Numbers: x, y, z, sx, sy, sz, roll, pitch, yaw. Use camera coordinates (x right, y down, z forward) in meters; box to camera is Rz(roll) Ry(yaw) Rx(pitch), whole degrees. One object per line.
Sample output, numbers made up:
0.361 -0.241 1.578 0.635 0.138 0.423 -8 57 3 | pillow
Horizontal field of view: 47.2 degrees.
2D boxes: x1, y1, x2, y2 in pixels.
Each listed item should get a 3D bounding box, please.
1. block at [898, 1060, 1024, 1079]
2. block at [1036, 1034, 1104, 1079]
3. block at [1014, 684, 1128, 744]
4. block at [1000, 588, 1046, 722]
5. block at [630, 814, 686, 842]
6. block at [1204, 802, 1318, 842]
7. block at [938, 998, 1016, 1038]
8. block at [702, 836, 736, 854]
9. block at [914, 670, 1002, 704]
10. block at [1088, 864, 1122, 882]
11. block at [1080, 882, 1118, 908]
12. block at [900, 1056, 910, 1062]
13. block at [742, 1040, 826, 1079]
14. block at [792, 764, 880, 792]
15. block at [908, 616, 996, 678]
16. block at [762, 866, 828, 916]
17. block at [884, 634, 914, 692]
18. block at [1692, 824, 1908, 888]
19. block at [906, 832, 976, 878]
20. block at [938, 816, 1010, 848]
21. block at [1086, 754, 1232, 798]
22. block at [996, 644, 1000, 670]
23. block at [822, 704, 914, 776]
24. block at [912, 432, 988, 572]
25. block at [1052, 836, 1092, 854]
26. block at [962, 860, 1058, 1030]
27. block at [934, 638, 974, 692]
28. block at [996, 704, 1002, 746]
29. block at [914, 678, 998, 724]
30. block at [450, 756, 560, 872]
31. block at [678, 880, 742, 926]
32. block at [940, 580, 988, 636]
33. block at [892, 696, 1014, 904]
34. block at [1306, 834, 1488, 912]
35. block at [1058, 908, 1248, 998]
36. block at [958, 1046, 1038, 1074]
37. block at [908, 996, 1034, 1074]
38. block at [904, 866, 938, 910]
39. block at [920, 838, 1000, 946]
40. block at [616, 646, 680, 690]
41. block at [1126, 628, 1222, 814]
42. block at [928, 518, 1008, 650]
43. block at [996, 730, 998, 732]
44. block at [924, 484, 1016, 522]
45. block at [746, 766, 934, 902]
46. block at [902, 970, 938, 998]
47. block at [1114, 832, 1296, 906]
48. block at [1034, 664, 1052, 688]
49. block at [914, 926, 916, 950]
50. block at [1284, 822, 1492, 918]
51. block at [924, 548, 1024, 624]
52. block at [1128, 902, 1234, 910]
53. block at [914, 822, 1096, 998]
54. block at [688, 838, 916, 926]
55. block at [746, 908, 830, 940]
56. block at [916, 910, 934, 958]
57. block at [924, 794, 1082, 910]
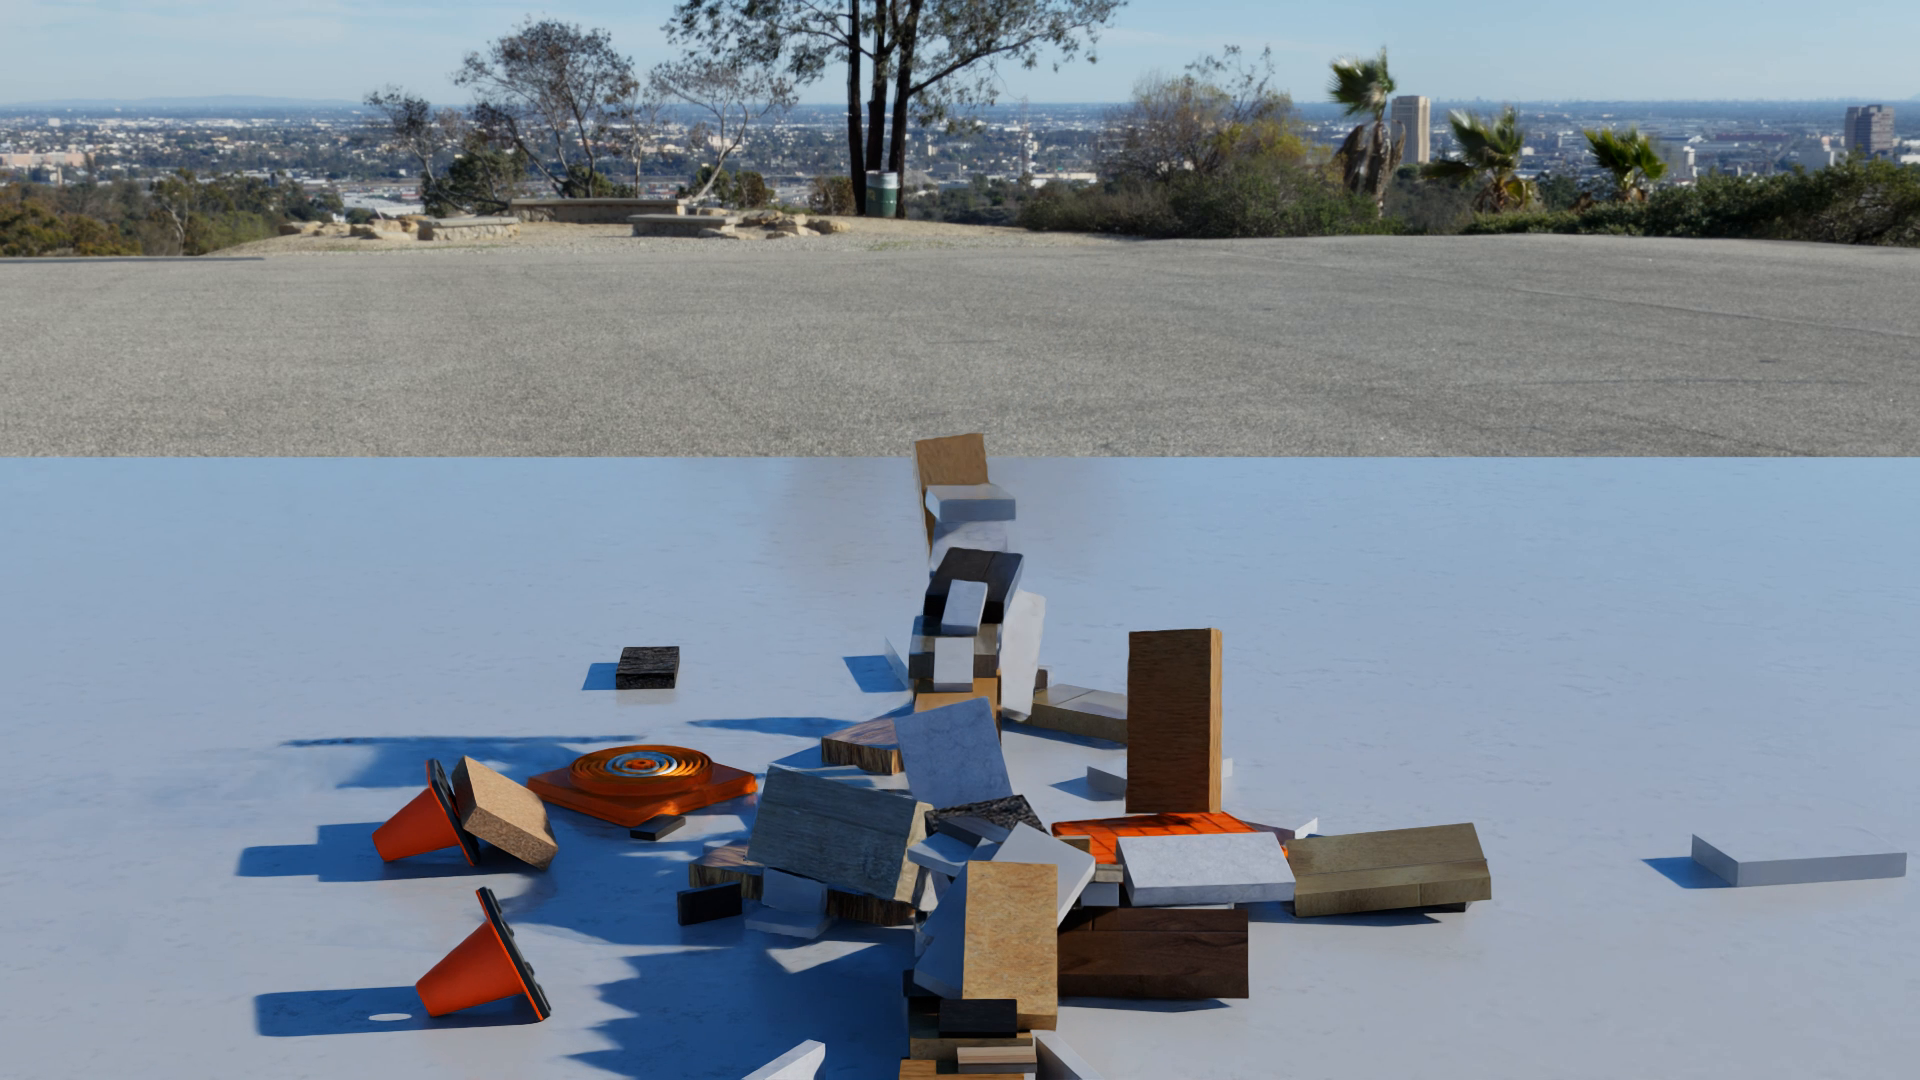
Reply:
-0.001 0.712 2.647 0.157 0.044 0.313 0 11 2 | block
0.145 0.706 2.787 0.027 0.094 0.187 -4 11 -21 | block
0.312 0.374 4.696 0.353 0.050 0.176 8 13 36 | block
0.094 0.233 4.674 0.143 0.286 0.041 18 -32 -14 | block
-0.549 0.522 3.996 0.053 0.015 0.106 5 11 23 | block
0.547 0.514 4.005 0.182 0.026 0.091 7 13 34 | block
0.023 0.614 2.825 0.099 0.014 0.050 0 44 2 | block
-0.339 0.549 3.842 0.226 0.017 0.060 6 12 28 | block
-0.004 0.386 3.926 0.154 0.308 0.044 0 10 0 | block
0.175 0.512 3.348 0.091 0.026 0.182 4 -13 -15 | block
0.179 0.552 3.391 0.123 0.035 0.247 0 -12 2 | block
0.004 0.735 2.766 0.157 0.044 0.313 0 11 -1 | block
-0.234 0.709 2.773 0.027 0.094 0.187 6 12 31 | block
-0.222 0.495 4.056 0.162 0.046 0.377 -3 11 -17 | block
-0.011 0.193 3.998 0.154 0.044 0.308 0 11 1 | block
-0.267 0.571 3.556 0.121 0.060 0.017 9 6 35 | block
-0.063 0.285 5.172 0.176 0.050 0.353 -2 11 -10 | block
1.446 0.544 3.796 0.311 0.044 0.156 -2 11 -10 | block
-0.006 0.463 3.203 0.135 0.019 0.068 12 24 42 | block
0.035 0.435 3.239 0.067 0.019 0.135 2 8 -38 | block
0.392 0.452 4.308 0.265 0.037 0.132 -8 13 -37 | block
-0.003 0.348 4.127 0.154 0.308 0.044 0 11 0 | block
-0.107 0.405 4.529 0.176 0.050 0.353 7 13 34 | block
-0.009 -0.073 4.588 0.143 0.286 0.041 -8 3 -11 | block
0.121 0.534 3.597 0.186 0.093 0.026 -2 3 7 | block
0.068 0.540 2.944 0.123 0.035 0.247 3 43 0 | block
-0.011 0.215 3.801 0.067 0.019 0.134 0 32 1 | block
0.003 0.422 3.827 0.136 0.272 0.039 0 10 1 | block
-0.006 0.284 3.720 0.136 0.039 0.272 0 10 1 | block
-0.811 0.481 3.904 0.162 0.046 0.324 32 0 -19 | block
-0.403 0.586 3.546 0.106 0.053 0.015 -6 12 -31 | block
0.008 0.123 4.043 0.067 0.019 0.134 4 36 7 | block
0.007 0.421 3.518 0.157 0.315 0.045 -14 -17 -3 | block
0.716 0.560 3.712 0.311 0.044 0.156 5 12 25 | block
0.277 0.613 3.267 0.301 0.043 0.150 -1 30 8 | block
0.047 0.657 2.781 0.099 0.014 0.050 0 11 -2 | block
0.010 0.664 2.962 0.157 0.044 0.313 0 -2 -2 | block
-0.037 0.511 3.554 0.091 0.182 0.026 40 -24 -25 | block
0.030 0.506 3.074 0.093 0.026 0.186 21 47 19 | block
-0.728 0.298 5.140 0.132 0.037 0.265 -1 11 -5 | block
0.381 0.324 3.913 0.162 0.324 0.046 -4 -11 31 | block
0.015 0.082 4.386 0.148 0.042 0.384 1 36 3 | block
-0.006 0.452 3.664 0.136 0.272 0.039 0 9 1 | block
0.018 -0.076 4.409 0.148 0.042 0.297 -1 7 -7 | block
-0.196 0.471 3.541 0.315 0.158 0.045 8 -9 37 | block
-0.015 0.628 3.111 0.125 0.035 0.249 -1 -12 0 | block
0.394 0.530 3.544 0.265 0.037 0.132 -1 29 -10 | block
0.130 0.303 4.937 0.143 0.041 0.286 3 -1 5 | block
0.003 0.611 3.296 0.125 0.035 0.249 1 -3 -6 | block
0.699 0.540 3.606 0.311 0.044 0.156 -6 26 5 | block
0.029 0.085 4.230 0.148 0.042 0.297 6 18 7 | block
0.336 0.609 3.451 0.150 0.043 0.301 3 11 14 | block
0.064 0.520 3.017 0.123 0.035 0.291 23 47 20 | block
-0.246 0.568 3.670 0.396 0.043 0.150 6 12 28 | block
-0.274 0.611 3.504 0.121 0.017 0.060 4 11 23 | block
-0.002 0.570 3.185 0.125 0.035 0.249 0 -3 -1 | block
0.059 0.472 3.261 0.157 0.045 0.315 -9 18 -11 | block
